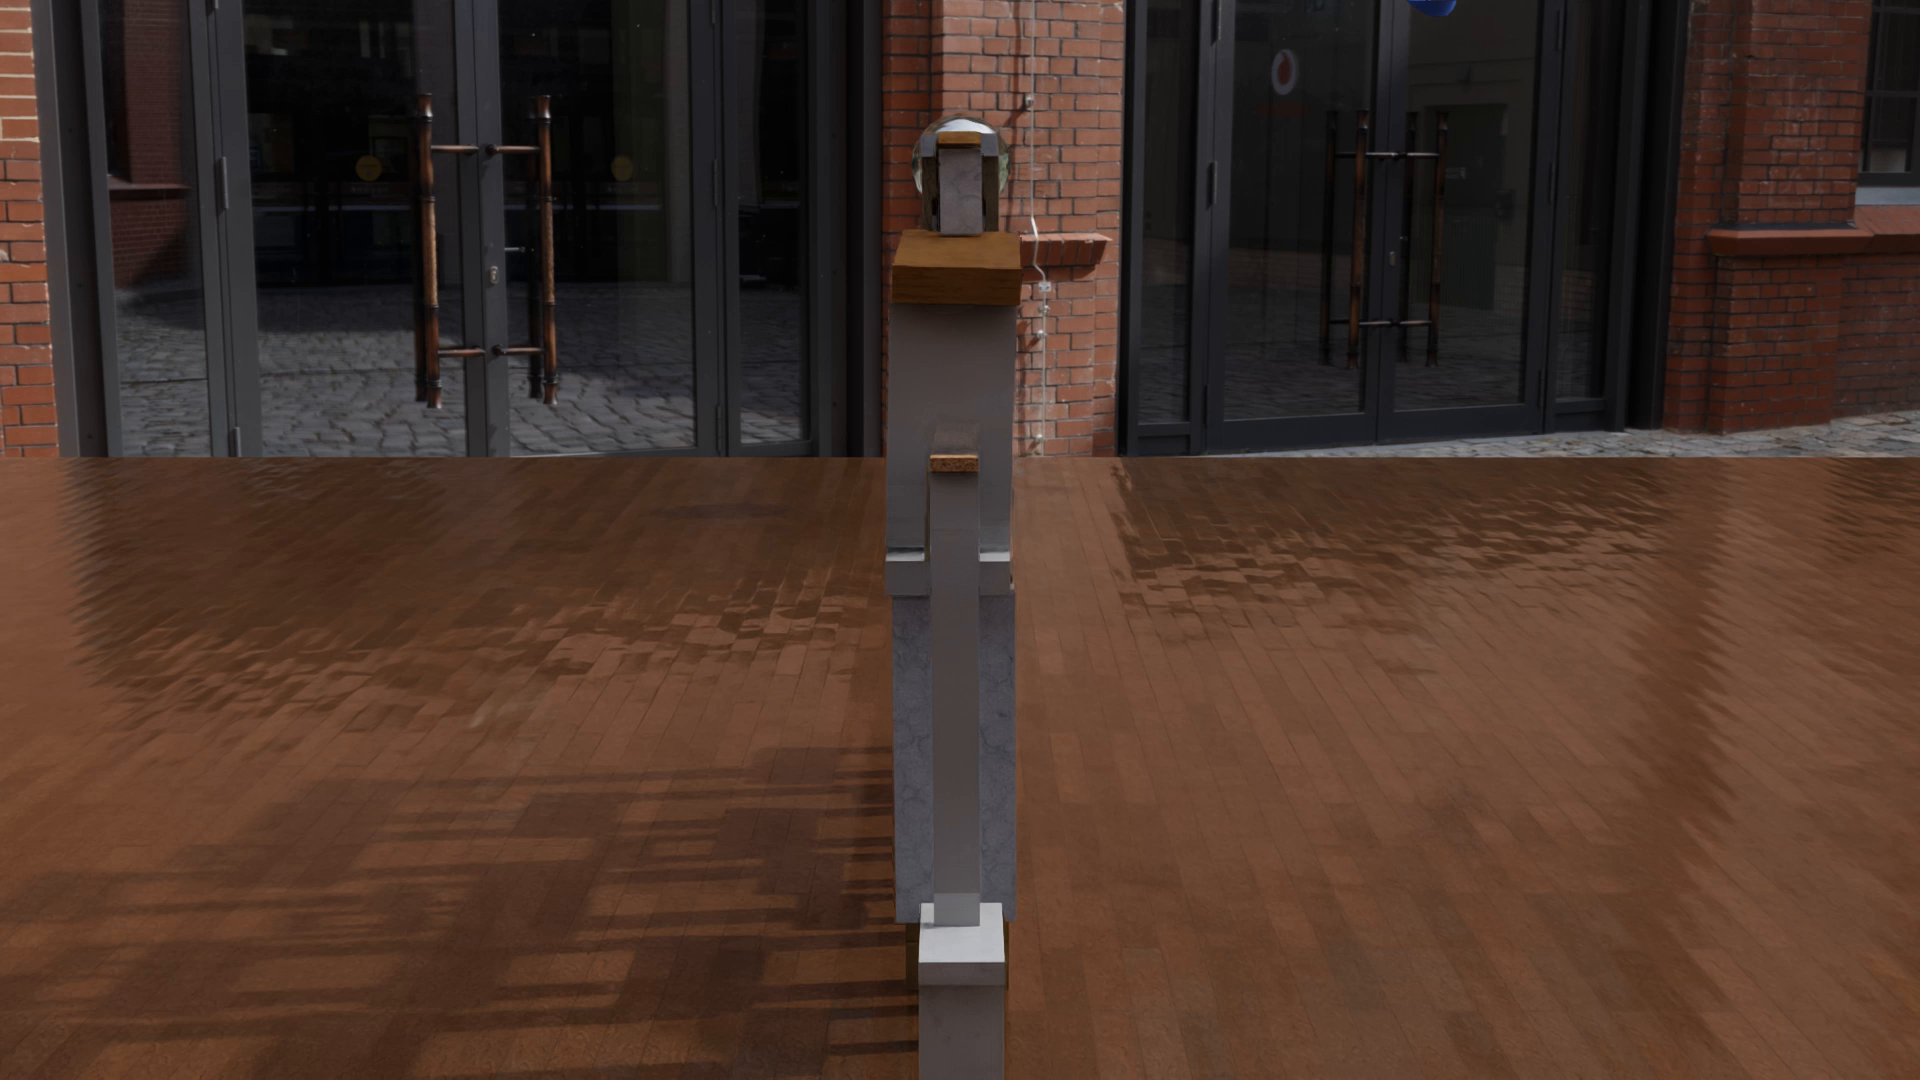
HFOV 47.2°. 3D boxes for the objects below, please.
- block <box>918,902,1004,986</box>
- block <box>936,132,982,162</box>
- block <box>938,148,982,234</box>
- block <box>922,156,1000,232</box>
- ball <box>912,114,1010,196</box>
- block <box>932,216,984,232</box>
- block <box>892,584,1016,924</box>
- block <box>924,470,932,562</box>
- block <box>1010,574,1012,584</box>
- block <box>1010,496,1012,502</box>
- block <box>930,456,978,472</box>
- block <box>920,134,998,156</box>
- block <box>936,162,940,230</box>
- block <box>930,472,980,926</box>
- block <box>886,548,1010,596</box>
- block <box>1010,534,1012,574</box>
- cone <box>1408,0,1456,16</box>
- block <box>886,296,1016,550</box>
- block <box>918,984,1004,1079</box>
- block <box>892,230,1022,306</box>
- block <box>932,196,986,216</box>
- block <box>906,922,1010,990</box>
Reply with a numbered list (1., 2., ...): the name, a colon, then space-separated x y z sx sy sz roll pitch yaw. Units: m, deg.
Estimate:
1. block: 0.002 0.516 2.818 0.107 0.030 0.213 0 10 0
2. block: -0.003 -0.548 3.073 0.058 0.017 0.117 0 -4 -2
3. block: 0.001 -0.481 3.040 0.058 0.117 0.017 -1 8 0
4. block: 0.003 -0.404 3.592 0.123 0.438 0.035 -1 11 0
5. ball: 0.002 -1.128 6.605 0.299 0.299 0.299 0 11 0
6. block: -0.003 -0.396 3.194 0.076 0.152 0.022 1 11 0
7. block: -0.007 0.286 2.935 0.162 0.453 0.046 -1 9 0
8. block: -0.015 -0.031 2.823 0.059 0.118 0.017 2 12 1
9. block: 0.001 0.229 3.541 0.162 0.374 0.046 0 10 0
10. block: -0.006 -0.213 3.090 0.163 0.327 0.046 2 11 2
11. block: -0.008 -0.096 2.772 0.059 0.017 0.118 0 4 0
12. block: 0.000 -0.651 3.631 0.123 0.035 0.247 0 10 1
13. block: -0.005 -0.423 3.136 0.058 0.227 0.017 0 11 0
14. block: -0.006 0.206 2.787 0.059 0.591 0.017 0 11 0
15. block: -0.013 0.012 3.002 0.162 0.046 0.323 0 13 1
16. block: 0.001 0.002 3.610 0.162 0.046 0.325 0 11 0
17. cone: 1.551 -1.840 6.974 0.254 0.254 0.254 -7 -20 -32
18. block: -0.012 -0.153 2.879 0.163 0.327 0.046 2 11 1
19. block: 0.002 0.649 2.770 0.107 0.213 0.030 0 11 0
20. block: -0.002 -0.368 2.947 0.163 0.046 0.327 2 16 0
21. block: -0.003 -0.490 3.228 0.076 0.022 0.152 0 11 -1
22. block: -0.004 0.513 3.250 0.152 0.304 0.043 0 11 0
